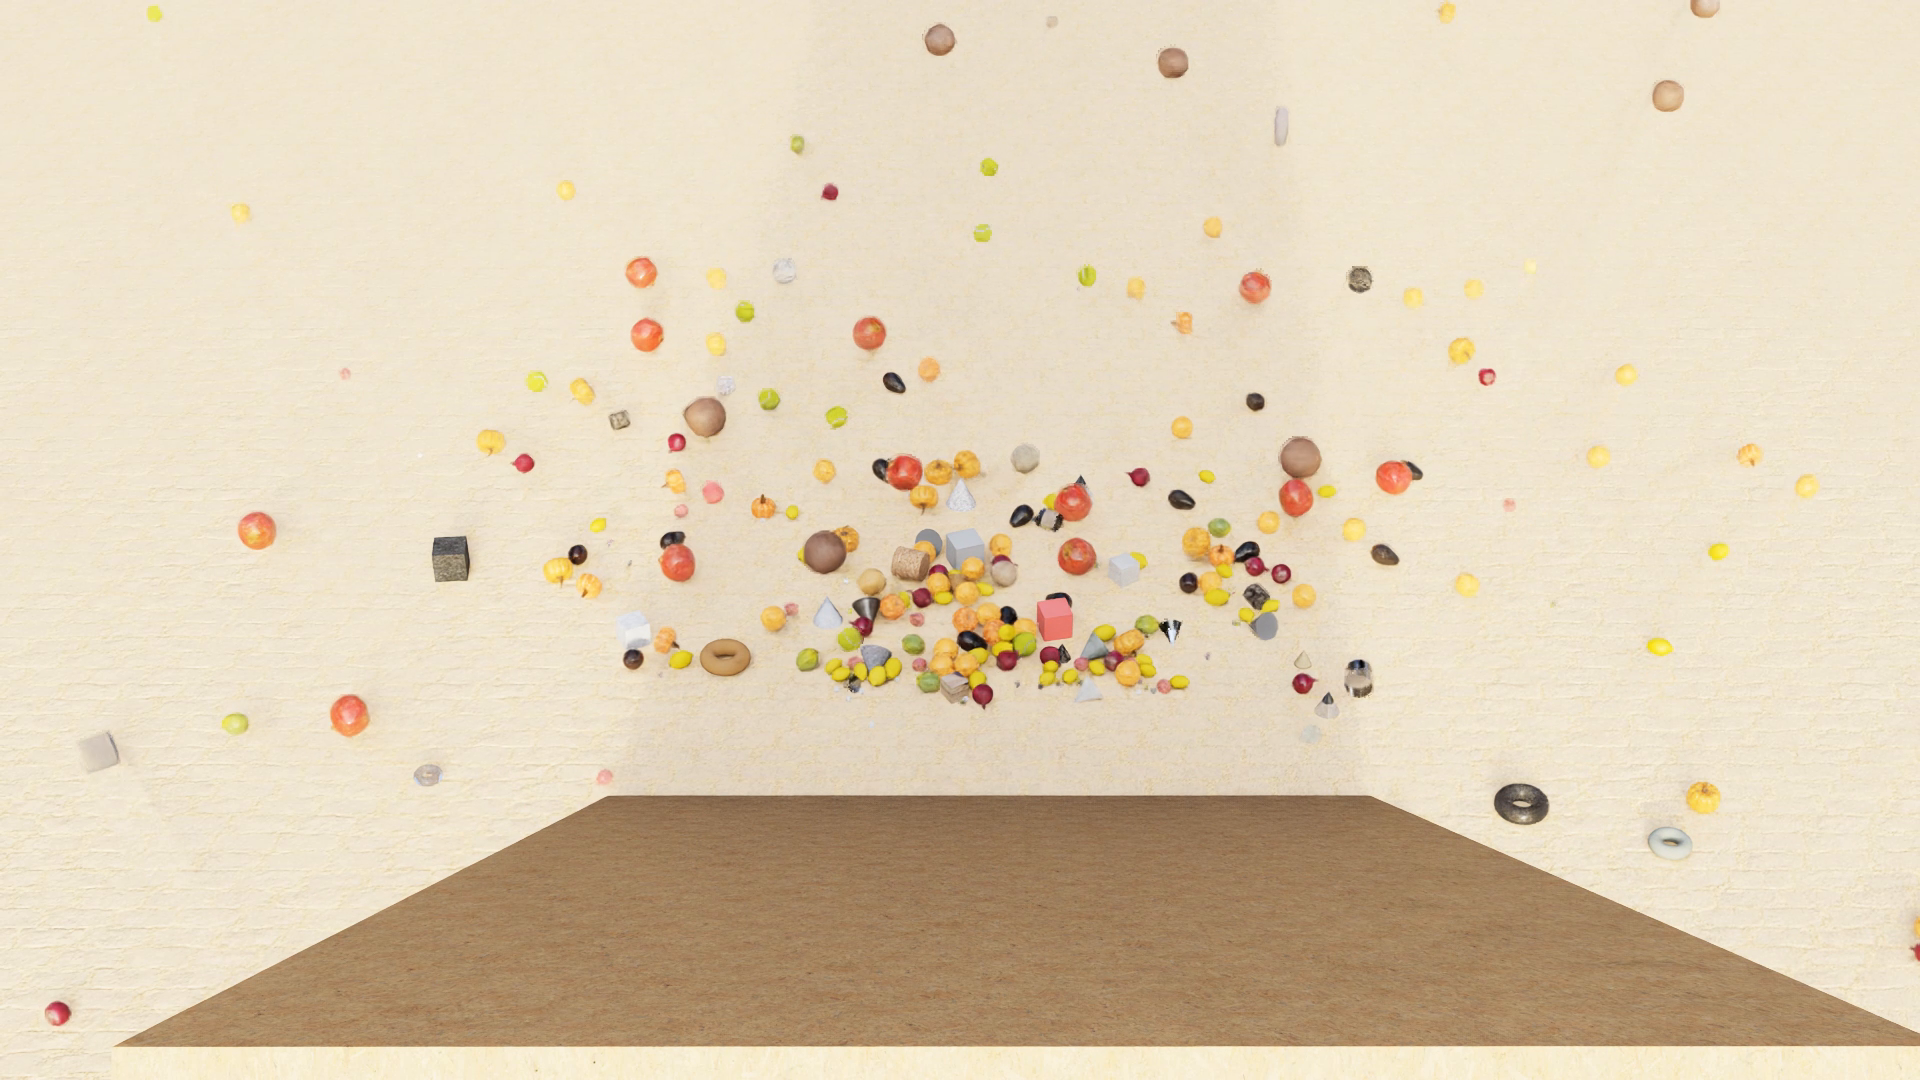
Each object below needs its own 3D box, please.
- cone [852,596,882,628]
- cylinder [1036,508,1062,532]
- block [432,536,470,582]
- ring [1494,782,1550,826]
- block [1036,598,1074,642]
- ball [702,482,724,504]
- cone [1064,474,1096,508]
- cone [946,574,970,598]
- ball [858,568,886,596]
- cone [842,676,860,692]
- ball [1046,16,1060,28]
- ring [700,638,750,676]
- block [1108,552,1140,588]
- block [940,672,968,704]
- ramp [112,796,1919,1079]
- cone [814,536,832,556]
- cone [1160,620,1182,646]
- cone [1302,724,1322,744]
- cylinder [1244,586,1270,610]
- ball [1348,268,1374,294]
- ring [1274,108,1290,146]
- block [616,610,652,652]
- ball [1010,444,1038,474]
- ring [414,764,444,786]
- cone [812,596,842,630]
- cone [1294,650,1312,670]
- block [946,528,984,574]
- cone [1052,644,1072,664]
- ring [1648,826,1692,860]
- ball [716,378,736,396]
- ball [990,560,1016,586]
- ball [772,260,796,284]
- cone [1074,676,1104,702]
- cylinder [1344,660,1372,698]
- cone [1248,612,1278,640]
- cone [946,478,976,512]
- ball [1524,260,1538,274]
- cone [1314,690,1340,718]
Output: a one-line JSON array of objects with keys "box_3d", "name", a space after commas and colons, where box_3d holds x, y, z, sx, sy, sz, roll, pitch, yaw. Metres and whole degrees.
[{"box_3d": [-0.267, 0.225, 7.574, 0.086, 0.086, 0.086, -5, 62, -8], "name": "cone"}, {"box_3d": [0.274, -0.061, 7.968, 0.060, 0.060, 0.060, 21, 40, 27], "name": "cylinder"}, {"box_3d": [-1.522, 0.057, 7.765, 0.097, 0.097, 0.097, -3, 35, -4], "name": "block"}, {"box_3d": [1.488, 0.699, 6.881, 0.147, 0.049, 0.147, -1, 35, 1], "name": "ring"}, {"box_3d": [0.274, 0.231, 7.525, 0.085, 0.085, 0.085, -8, 36, -11], "name": "block"}, {"box_3d": [-0.769, -0.146, 8.084, 0.067, 0.067, 0.067, 0, 35, 0], "name": "ball"}, {"box_3d": [0.375, -0.165, 8.086, 0.096, 0.096, 0.096, 0, 35, 0], "name": "cone"}, {"box_3d": [-0.010, 0.146, 7.695, 0.069, 0.069, 0.069, 3, 61, 4], "name": "cone"}, {"box_3d": [-0.260, 0.123, 7.683, 0.081, 0.081, 0.081, 0, 35, 0], "name": "ball"}, {"box_3d": [-0.316, 0.408, 7.323, 0.050, 0.050, 0.050, -10, 23, 40], "name": "cone"}, {"box_3d": [0.394, -2.207, 11.066, 0.056, 0.056, 0.056, 0, 35, 0], "name": "ball"}, {"box_3d": [-0.670, 0.334, 7.407, 0.146, 0.049, 0.146, 1, 35, -1], "name": "ring"}, {"box_3d": [0.489, 0.090, 7.745, 0.066, 0.066, 0.066, -19, 39, -25], "name": "block"}, {"box_3d": [-0.014, 0.414, 7.285, 0.057, 0.057, 0.057, -19, 39, -25], "name": "block"}, {"box_3d": [0.077, 0.661, 4.823, 2.000, 0.100, 4.000, 0, -2, 0], "name": "ramp"}, {"box_3d": [-0.403, 0.027, 7.869, 0.060, 0.060, 0.060, -24, 74, -30], "name": "cone"}, {"box_3d": [0.612, 0.276, 7.508, 0.067, 0.067, 0.067, -2, 61, -3], "name": "cone"}, {"box_3d": [0.963, 0.529, 7.148, 0.053, 0.053, 0.053, -2, 8, -3], "name": "cone"}, {"box_3d": [0.873, 0.168, 7.639, 0.057, 0.057, 0.057, -22, 26, -28], "name": "cylinder"}, {"box_3d": [1.414, -0.917, 9.175, 0.090, 0.090, 0.090, 0, 35, 0], "name": "ball"}, {"box_3d": [1.253, -1.612, 10.126, 0.050, 0.150, 0.150, 5, 35, 4], "name": "ring"}, {"box_3d": [-0.942, 0.262, 7.488, 0.075, 0.075, 0.075, -18, 38, -24], "name": "block"}, {"box_3d": [0.205, -0.257, 8.223, 0.090, 0.090, 0.090, 0, 35, 0], "name": "ball"}, {"box_3d": [-1.432, 0.634, 6.995, 0.080, 0.027, 0.080, 0, 36, 0], "name": "ring"}, {"box_3d": [-0.386, 0.198, 7.568, 0.089, 0.089, 0.089, 0, 35, 0], "name": "cone"}, {"box_3d": [0.980, 0.333, 7.406, 0.052, 0.052, 0.052, 0, 35, 0], "name": "cone"}, {"box_3d": [0.016, 0.033, 7.806, 0.090, 0.090, 0.090, -12, 37, -17], "name": "block"}, {"box_3d": [0.292, 0.316, 7.429, 0.053, 0.053, 0.053, 0, 35, 0], "name": "cone"}, {"box_3d": [1.849, 0.790, 6.760, 0.114, 0.038, 0.114, 0, 33, 0], "name": "ring"}, {"box_3d": [-0.775, -0.508, 8.610, 0.063, 0.063, 0.063, 0, 35, 0], "name": "ball"}, {"box_3d": [0.130, 0.100, 7.721, 0.078, 0.078, 0.078, 0, 35, 0], "name": "ball"}, {"box_3d": [-0.623, -0.954, 9.231, 0.088, 0.088, 0.088, 0, 35, 0], "name": "ball"}, {"box_3d": [0.347, 0.433, 7.277, 0.078, 0.078, 0.078, -37, 43, -4], "name": "cone"}, {"box_3d": [1.122, 0.389, 7.303, 0.077, 0.077, 0.077, 4, 35, 5], "name": "cylinder"}, {"box_3d": [0.864, 0.248, 7.541, 0.083, 0.083, 0.083, -24, 15, -30], "name": "cone"}, {"box_3d": [0.003, -0.153, 8.069, 0.096, 0.096, 0.096, 0, 35, 0], "name": "cone"}, {"box_3d": [2.043, -0.978, 9.298, 0.051, 0.051, 0.051, 0, 35, 0], "name": "ball"}, {"box_3d": [1.024, 0.447, 7.224, 0.071, 0.071, 0.071, 0, 35, 0], "name": "cone"}]
